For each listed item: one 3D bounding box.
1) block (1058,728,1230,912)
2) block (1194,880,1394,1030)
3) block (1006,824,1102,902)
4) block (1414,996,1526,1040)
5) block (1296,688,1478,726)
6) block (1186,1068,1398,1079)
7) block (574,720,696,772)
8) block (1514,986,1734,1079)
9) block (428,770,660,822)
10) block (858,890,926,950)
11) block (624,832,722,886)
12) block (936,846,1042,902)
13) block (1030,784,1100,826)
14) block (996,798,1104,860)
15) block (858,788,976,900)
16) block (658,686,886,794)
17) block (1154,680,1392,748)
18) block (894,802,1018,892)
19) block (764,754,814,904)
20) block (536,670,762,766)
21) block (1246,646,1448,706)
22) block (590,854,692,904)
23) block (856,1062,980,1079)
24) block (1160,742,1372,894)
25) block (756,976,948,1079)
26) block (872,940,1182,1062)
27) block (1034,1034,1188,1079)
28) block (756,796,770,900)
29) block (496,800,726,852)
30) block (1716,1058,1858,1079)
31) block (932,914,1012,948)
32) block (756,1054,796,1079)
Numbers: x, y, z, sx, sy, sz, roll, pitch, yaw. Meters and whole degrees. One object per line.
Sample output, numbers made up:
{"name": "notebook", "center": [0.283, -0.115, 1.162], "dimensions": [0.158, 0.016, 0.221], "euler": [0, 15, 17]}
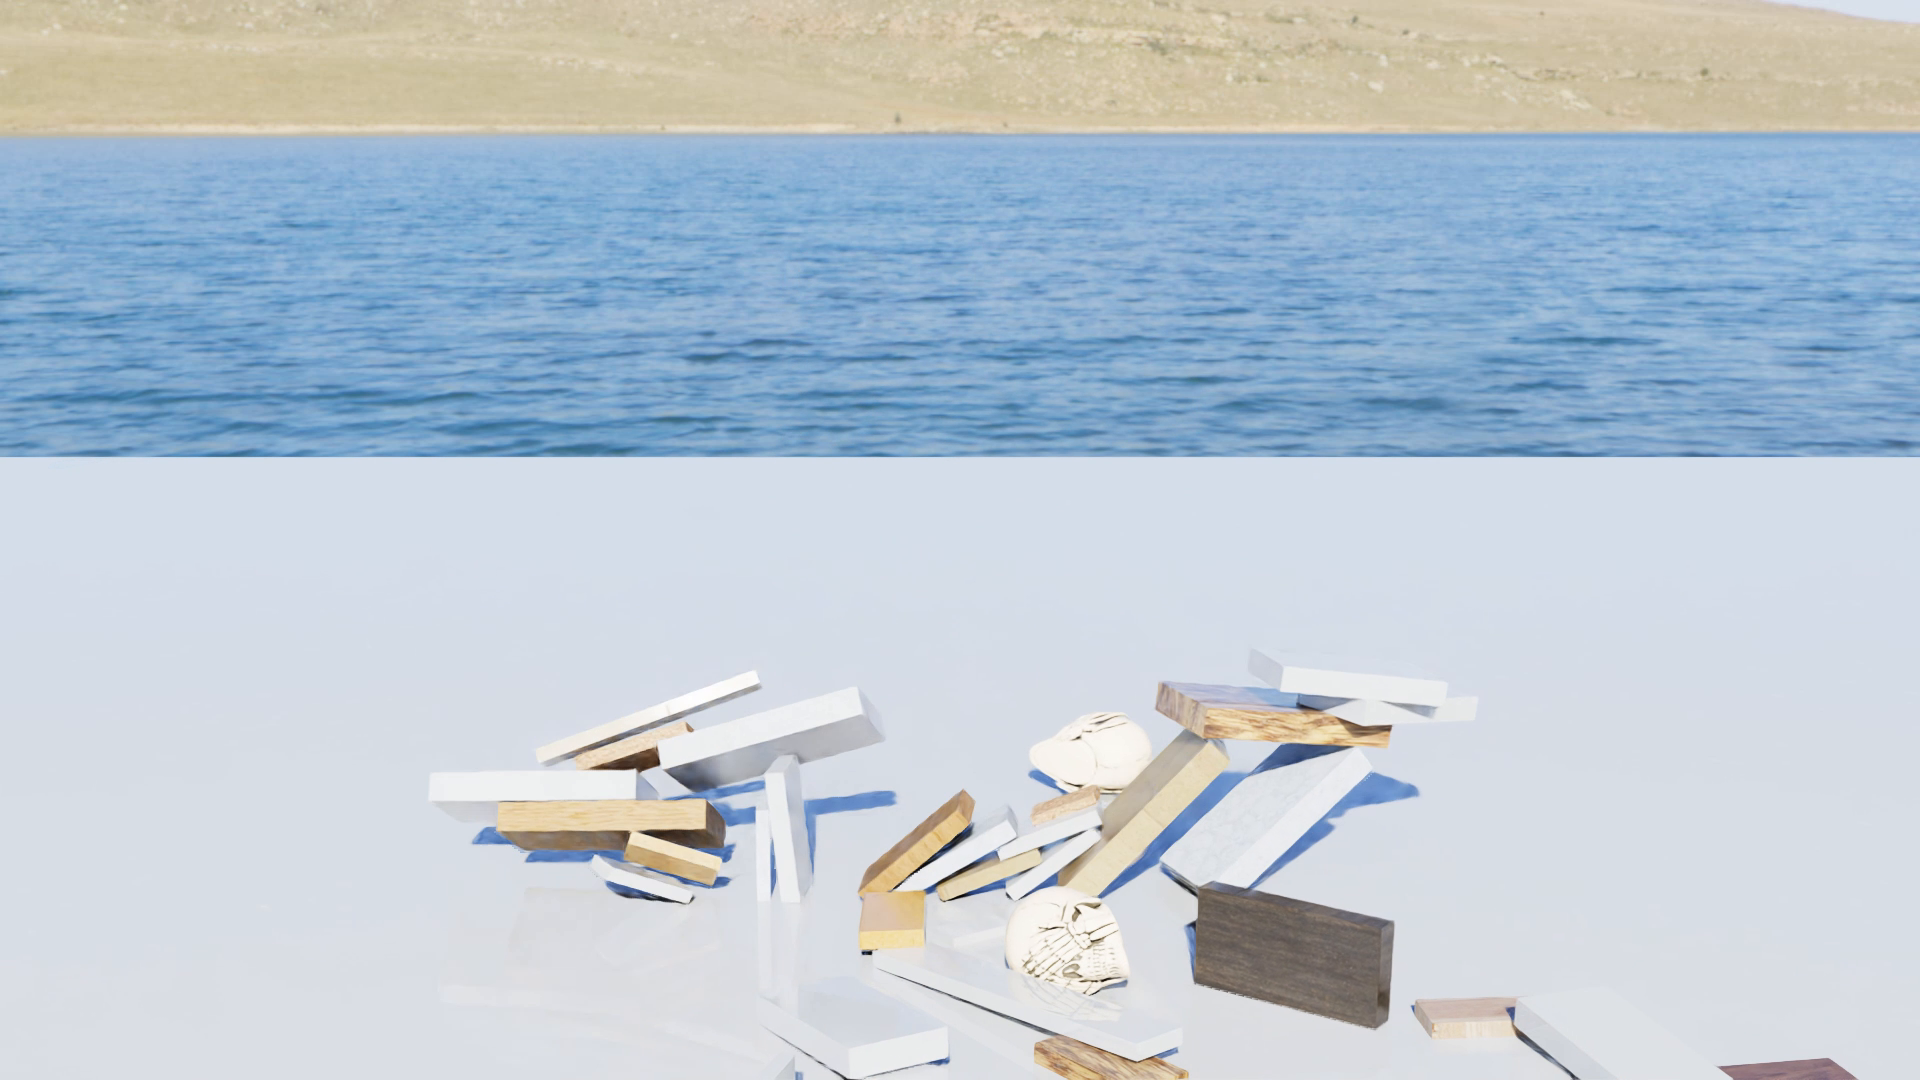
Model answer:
{"name": "block", "center": [0.300, 0.449, 3.638], "dimensions": [0.049, 0.349, 0.175], "euler": [43, 9, -6]}
{"name": "block", "center": [0.483, 0.601, 3.200], "dimensions": [0.295, 0.148, 0.042], "euler": [8, 10, 35]}
{"name": "block", "center": [0.154, 0.526, 3.661], "dimensions": [0.179, 0.025, 0.090], "euler": [-37, 8, 7]}
{"name": "block", "center": [0.743, 0.678, 3.126], "dimensions": [0.173, 0.024, 0.086], "euler": [-1, 11, -4]}
{"name": "block", "center": [0.719, 0.268, 3.691], "dimensions": [0.291, 0.041, 0.145], "euler": [2, 11, -40]}
{"name": "block", "center": [0.329, 0.732, 2.788], "dimensions": [0.492, 0.042, 0.148], "euler": [-1, 11, -7]}
{"name": "block", "center": [-0.542, 0.362, 3.719], "dimensions": [0.198, 0.028, 0.099], "euler": [-18, -23, 3]}
{"name": "block", "center": [0.890, 0.689, 2.954], "dimensions": [0.145, 0.041, 0.291], "euler": [-4, 16, -19]}
{"name": "block", "center": [-0.699, 0.434, 3.716], "dimensions": [0.347, 0.049, 0.174], "euler": [-1, -19, 5]}
{"name": "block", "center": [-0.105, 0.595, 3.450], "dimensions": [0.099, 0.028, 0.198], "euler": [-2, 8, 0]}
{"name": "block", "center": [-0.475, 0.526, 3.631], "dimensions": [0.155, 0.022, 0.077], "euler": [18, -31, -5]}
{"name": "block", "center": [0.049, 0.544, 3.665], "dimensions": [0.179, 0.025, 0.090], "euler": [-22, 10, 4]}
{"name": "block", "center": [0.175, 0.440, 3.658], "dimensions": [0.114, 0.016, 0.057], "euler": [-21, 10, 12]}
{"name": "block", "center": [0.149, 0.476, 3.652], "dimensions": [0.179, 0.025, 0.090], "euler": [-21, 9, 9]}
{"name": "block", "center": [-0.071, 0.507, 3.632], "dimensions": [0.221, 0.031, 0.111], "euler": [-41, 6, 12]}
{"name": "block", "center": [-0.314, 0.339, 3.699], "dimensions": [0.347, 0.049, 0.174], "euler": [-16, -22, 6]}
{"name": "block", "center": [0.520, 0.290, 3.653], "dimensions": [0.349, 0.049, 0.175], "euler": [5, 9, -22]}
{"name": "block", "center": [-0.008, 0.519, 3.659], "dimensions": [0.221, 0.031, 0.111], "euler": [-30, 6, 6]}
{"name": "block", "center": [-0.284, 0.479, 3.656], "dimensions": [0.031, 0.221, 0.111], "euler": [-5, 10, 9]}
{"name": "block", "center": [-0.521, 0.301, 3.703], "dimensions": [0.387, 0.023, 0.081], "euler": [-20, -10, -5]}
{"name": "block", "center": [0.635, 0.224, 3.615], "dimensions": [0.291, 0.041, 0.145], "euler": [6, 8, -15]}
{"name": "block", "center": [-0.523, 0.557, 3.611], "dimensions": [0.155, 0.022, 0.077], "euler": [23, -3, -32]}
{"name": "block", "center": [-0.050, 0.720, 2.905], "dimensions": [0.161, 0.023, 0.081], "euler": [7, 13, 35]}
{"name": "block", "center": [0.510, 0.459, 3.681], "dimensions": [0.349, 0.049, 0.175], "euler": [-42, 21, -9]}
{"name": "block", "center": [-0.153, 0.670, 3.042], "dimensions": [0.148, 0.042, 0.295], "euler": [-6, 6, -29]}
{"name": "block", "center": [0.084, 0.653, 3.157], "dimensions": [0.086, 0.024, 0.568], "euler": [-9, 10, -39]}
{"name": "block", "center": [0.202, 0.708, 2.955], "dimensions": [0.099, 0.028, 0.198], "euler": [-8, 13, -38]}
{"name": "block", "center": [-0.328, 0.513, 3.660], "dimensions": [0.022, 0.155, 0.077], "euler": [-1, 11, -5]}
{"name": "block", "center": [-0.583, 0.481, 3.698], "dimensions": [0.347, 0.049, 0.174], "euler": [-1, -19, 5]}
{"name": "block", "center": [1.092, 0.719, 2.906], "dimensions": [0.173, 0.024, 0.086], "euler": [-2, 11, -10]}
{"name": "block", "center": [0.020, 0.617, 3.477], "dimensions": [0.114, 0.016, 0.057], "euler": [-7, 13, -35]}
{"name": "block", "center": [-0.246, 0.717, 2.767], "dimensions": [0.023, 0.081, 0.161], "euler": [3, 11, 16]}
